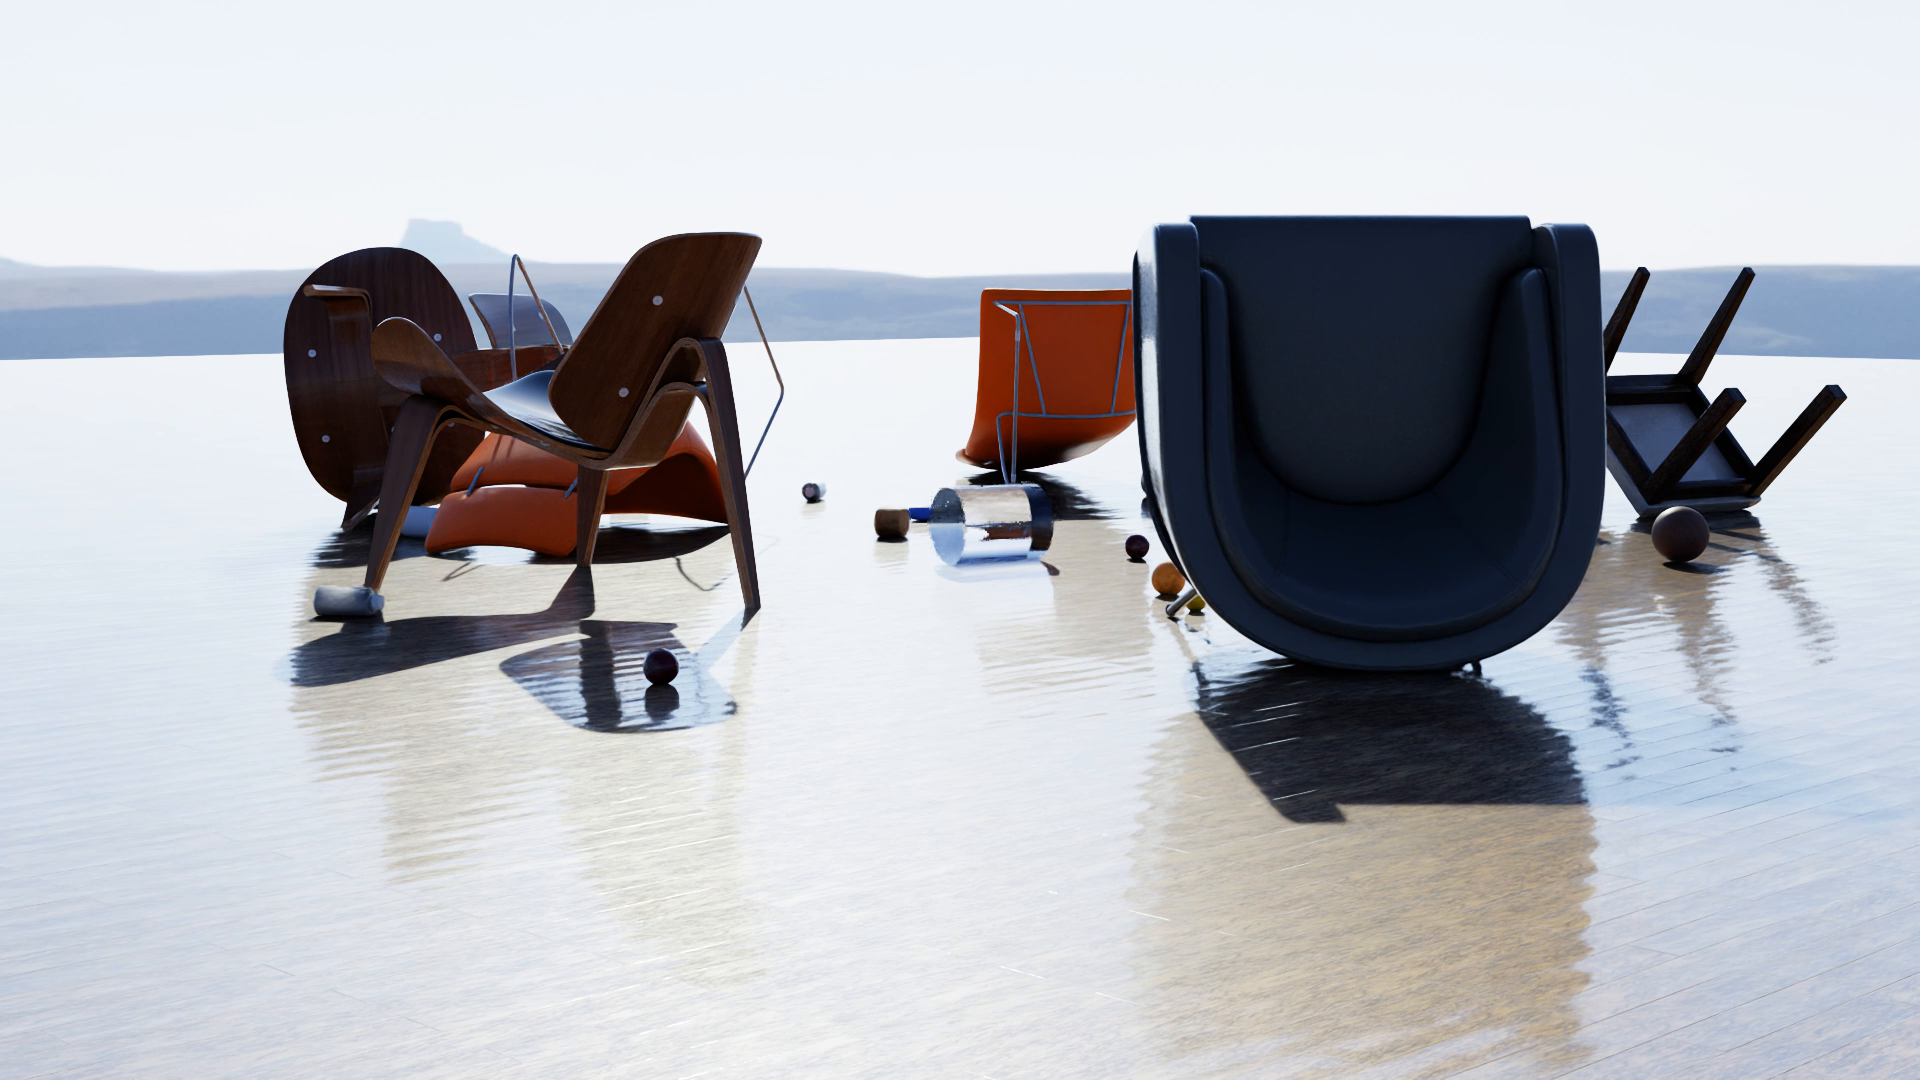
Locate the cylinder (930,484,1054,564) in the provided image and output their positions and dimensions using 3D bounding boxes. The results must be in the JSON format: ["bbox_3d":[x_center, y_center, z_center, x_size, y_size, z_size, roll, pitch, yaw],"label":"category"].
[{"bbox_3d":[0.072,-0.037,5.914,0.230,0.178,0.169,-3,-15,-30],"label":"cylinder"}]

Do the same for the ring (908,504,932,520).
[{"bbox_3d":[-0.031,-0.074,6.939,0.242,0.039,0.086,0,7,-3],"label":"ring"}]

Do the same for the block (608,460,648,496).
[{"bbox_3d":[-1.001,-0.188,7.758,0.088,0.098,0.080,5,8,41],"label":"block"}]

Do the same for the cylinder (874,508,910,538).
[{"bbox_3d":[-0.173,-0.045,6.492,0.067,0.073,0.078,2,4,20],"label":"cylinder"}]

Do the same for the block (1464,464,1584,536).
[{"bbox_3d":[1.462,-0.105,6.659,0.166,0.158,0.265,-4,7,-31],"label":"block"}]

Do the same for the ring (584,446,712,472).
[{"bbox_3d":[-1.065,-0.275,8.759,0.436,0.066,0.466,-1,7,-18],"label":"ring"}]

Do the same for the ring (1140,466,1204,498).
[{"bbox_3d":[0.635,-0.174,7.691,0.170,0.087,0.242,-4,6,-25],"label":"ring"}]
